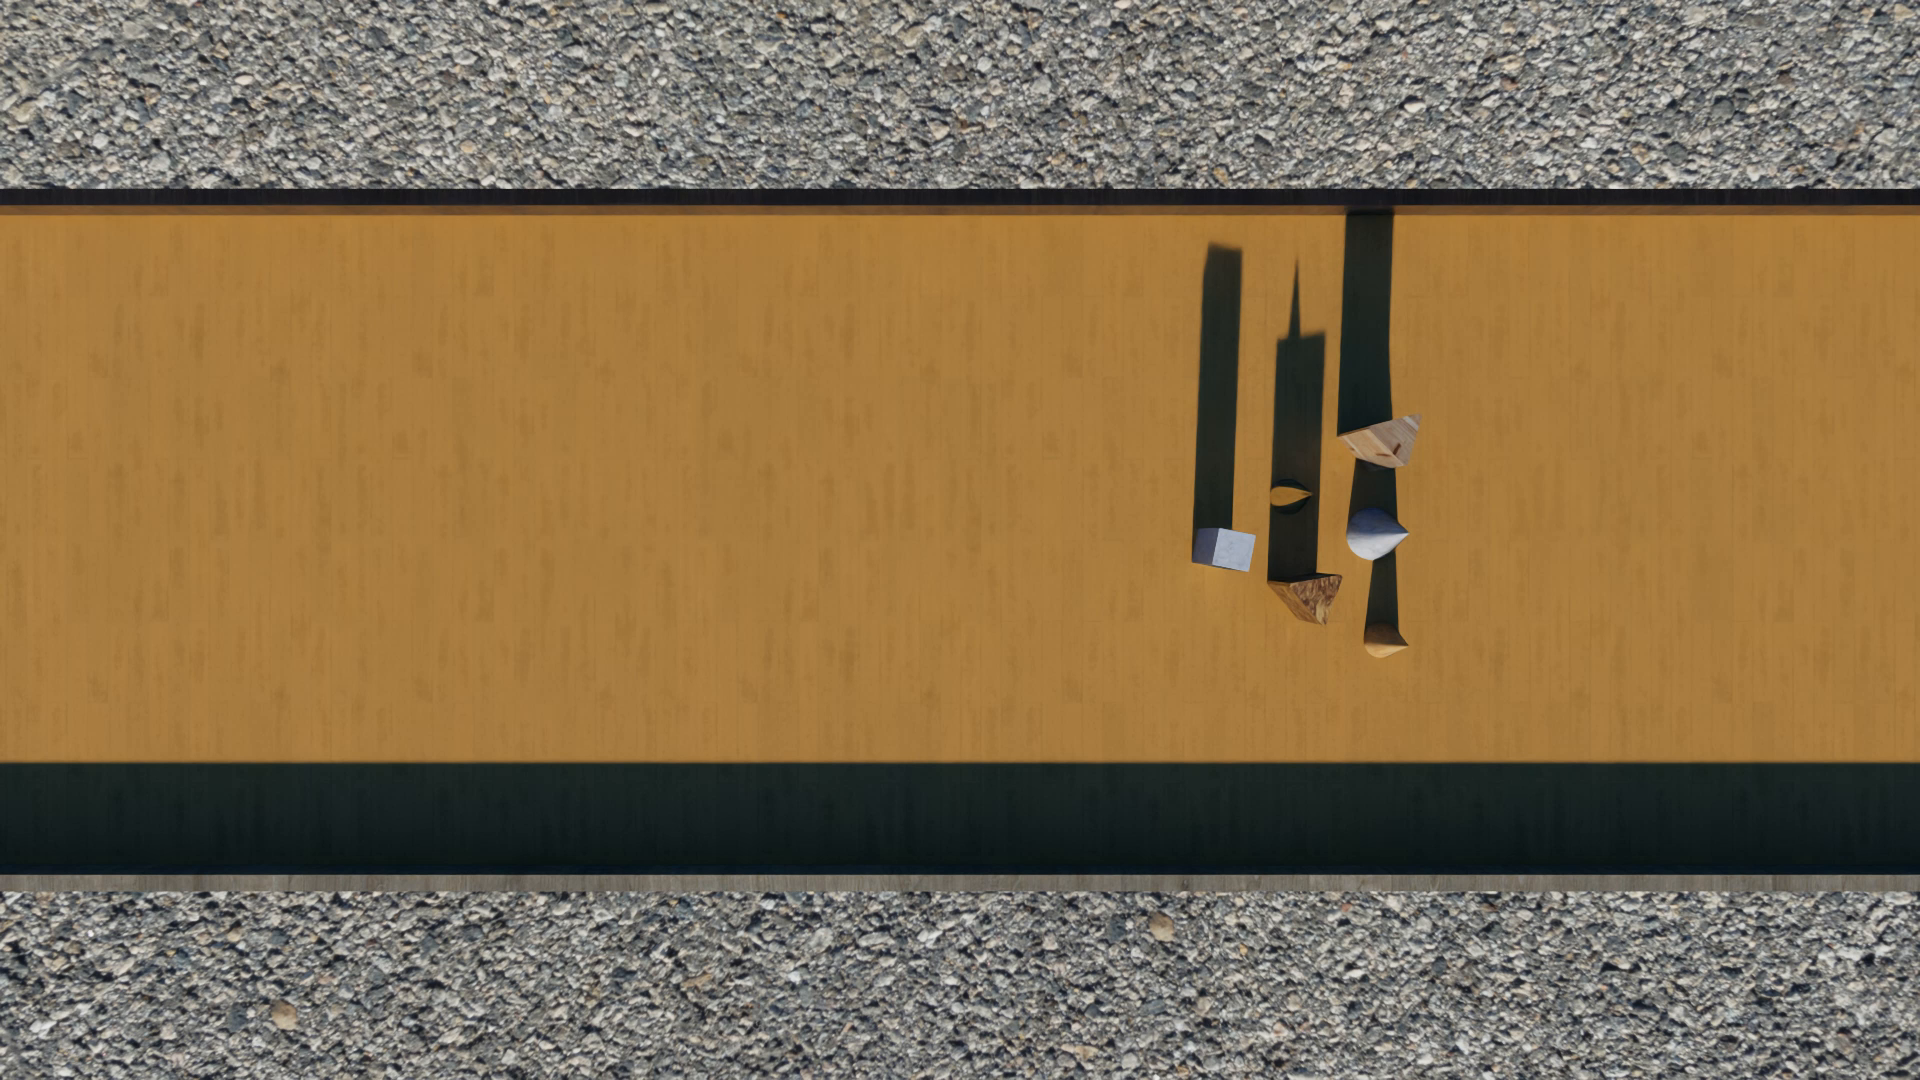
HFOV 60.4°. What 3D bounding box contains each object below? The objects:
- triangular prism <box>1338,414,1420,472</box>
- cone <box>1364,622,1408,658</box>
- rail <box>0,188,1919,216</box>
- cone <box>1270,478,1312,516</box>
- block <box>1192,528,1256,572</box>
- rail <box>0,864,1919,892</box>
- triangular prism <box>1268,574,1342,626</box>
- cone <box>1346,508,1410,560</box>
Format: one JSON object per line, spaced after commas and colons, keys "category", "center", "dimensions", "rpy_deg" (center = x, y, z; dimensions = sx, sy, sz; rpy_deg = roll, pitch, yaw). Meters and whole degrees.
{"category": "triangular prism", "center": [1.260, -0.311, 4.877], "dimensions": [0.132, 0.399, 0.153], "rpy_deg": [-44, 90, 0]}
{"category": "cone", "center": [1.297, 0.307, 4.918], "dimensions": [0.111, 0.317, 0.111], "rpy_deg": [0, 90, 0]}
{"category": "rail", "center": [-2.247, -1.025, 5.002], "dimensions": [12.000, 0.150, 0.050], "rpy_deg": [0, 90, 0]}
{"category": "cone", "center": [1.010, -0.133, 4.896], "dimensions": [0.113, 0.361, 0.113], "rpy_deg": [0, 90, 0]}
{"category": "block", "center": [0.774, 0.028, 4.869], "dimensions": [0.106, 0.415, 0.106], "rpy_deg": [11, 90, 0]}
{"category": "rail", "center": [-2.247, 1.025, 5.001], "dimensions": [12.000, 0.150, 0.050], "rpy_deg": [0, 90, 0]}
{"category": "triangular prism", "center": [1.045, 0.145, 4.901], "dimensions": [0.131, 0.350, 0.152], "rpy_deg": [-40, 90, 0]}
{"category": "cone", "center": [1.269, -0.019, 4.864], "dimensions": [0.161, 0.425, 0.161], "rpy_deg": [0, 90, 0]}
